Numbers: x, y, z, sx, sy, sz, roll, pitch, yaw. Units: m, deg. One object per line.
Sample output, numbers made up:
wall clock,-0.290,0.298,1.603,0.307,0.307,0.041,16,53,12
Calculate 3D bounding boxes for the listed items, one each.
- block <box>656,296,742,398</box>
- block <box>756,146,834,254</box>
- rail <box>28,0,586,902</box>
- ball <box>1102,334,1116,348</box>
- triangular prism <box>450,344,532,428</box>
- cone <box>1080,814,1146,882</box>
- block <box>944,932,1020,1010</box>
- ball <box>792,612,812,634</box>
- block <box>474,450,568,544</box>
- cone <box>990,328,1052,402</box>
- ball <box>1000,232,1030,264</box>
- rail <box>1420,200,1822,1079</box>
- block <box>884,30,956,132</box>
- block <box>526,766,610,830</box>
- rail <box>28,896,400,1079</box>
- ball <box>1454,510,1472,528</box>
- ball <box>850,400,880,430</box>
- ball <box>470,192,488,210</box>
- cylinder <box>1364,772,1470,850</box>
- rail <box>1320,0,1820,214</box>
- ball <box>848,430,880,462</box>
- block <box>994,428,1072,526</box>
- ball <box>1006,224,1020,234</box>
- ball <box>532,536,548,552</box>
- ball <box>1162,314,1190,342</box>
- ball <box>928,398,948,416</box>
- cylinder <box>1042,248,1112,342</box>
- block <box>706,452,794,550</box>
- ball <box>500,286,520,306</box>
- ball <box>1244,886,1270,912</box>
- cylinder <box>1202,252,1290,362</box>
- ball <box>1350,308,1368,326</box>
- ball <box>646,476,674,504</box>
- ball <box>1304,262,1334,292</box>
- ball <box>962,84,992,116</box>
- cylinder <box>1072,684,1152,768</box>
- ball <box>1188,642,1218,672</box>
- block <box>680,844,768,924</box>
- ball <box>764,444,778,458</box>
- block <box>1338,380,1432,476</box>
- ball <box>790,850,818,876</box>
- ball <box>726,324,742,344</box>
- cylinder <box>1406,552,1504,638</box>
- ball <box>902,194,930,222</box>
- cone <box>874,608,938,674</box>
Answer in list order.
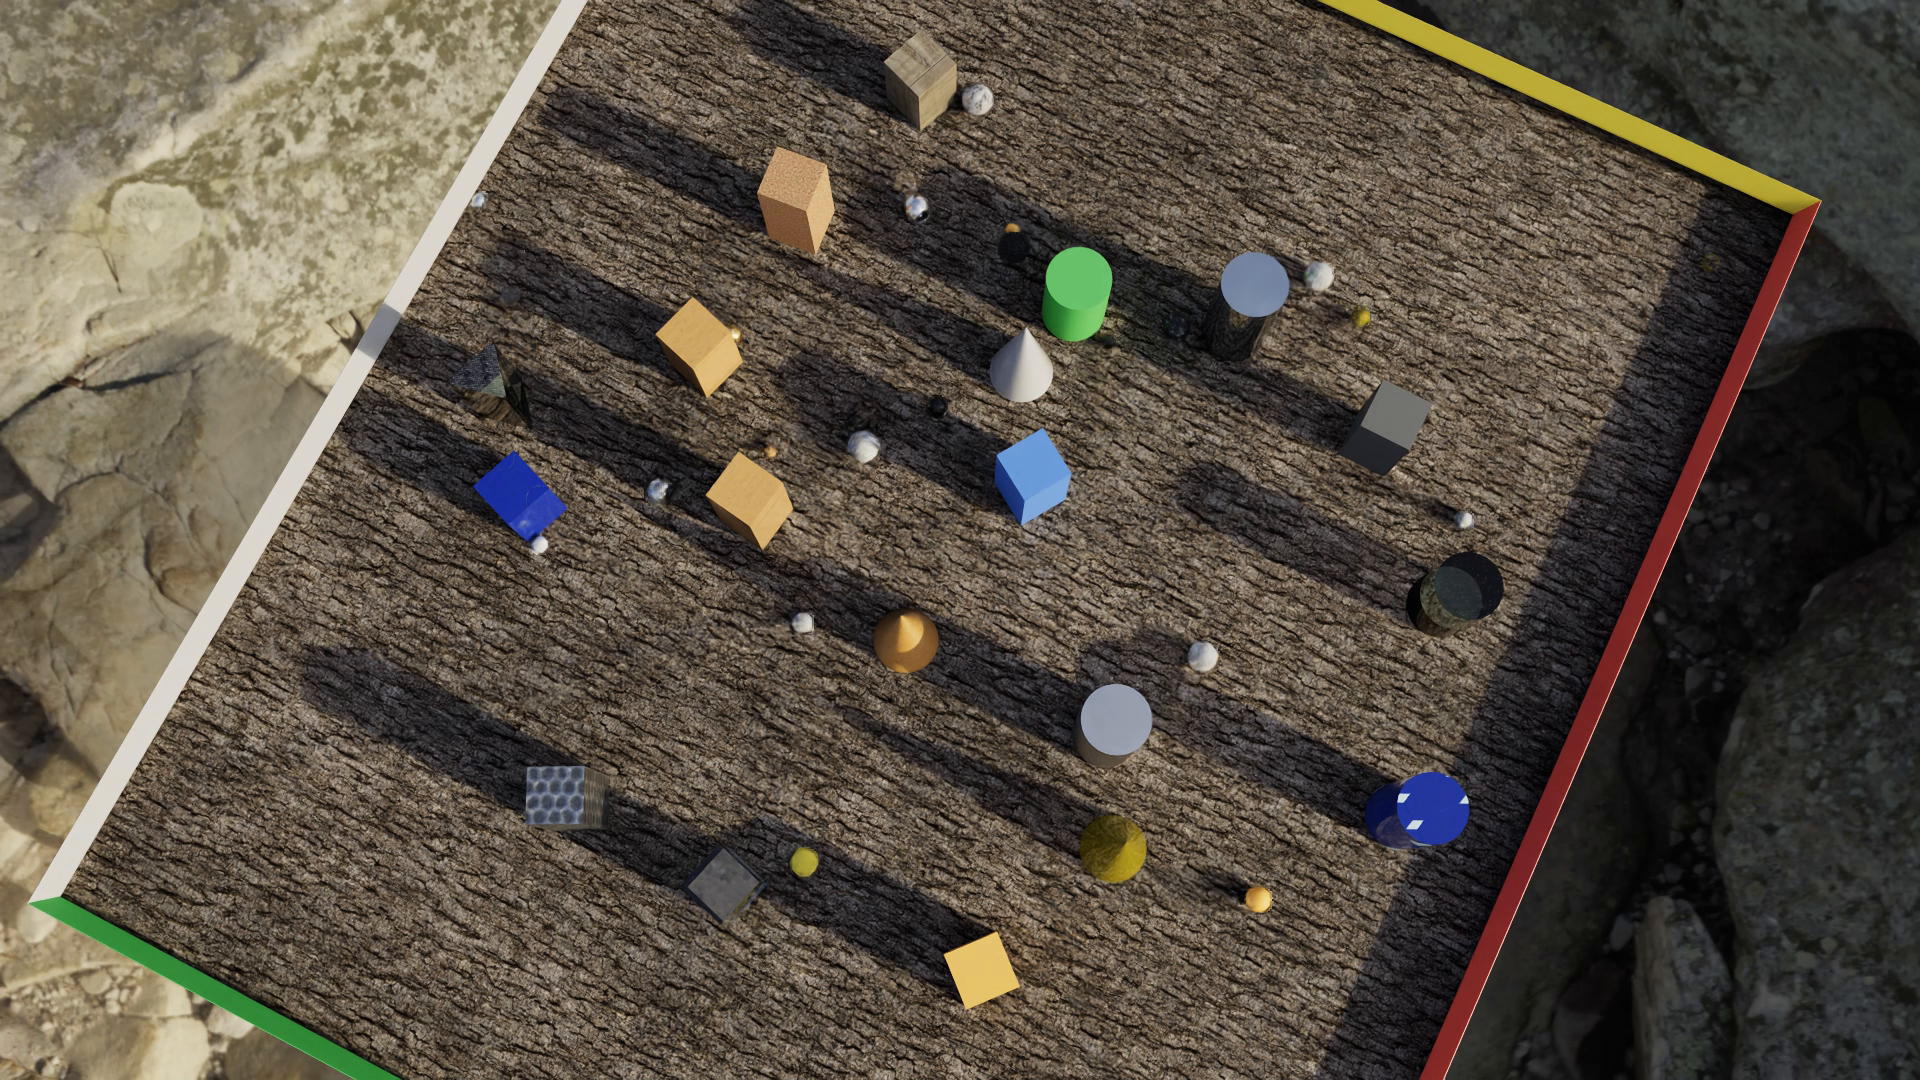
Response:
block,-0.792,-0.584,5.583,0.159,0.303,0.159,42,81,8
block,-0.502,-1.041,5.646,0.159,0.364,0.159,21,79,4
rail,-1.696,-0.823,5.720,0.045,0.129,4.319,26,80,5
ball,0.465,-0.619,5.722,0.045,0.045,0.045,0,78,0
triangular prism,-1.392,-0.474,5.536,0.172,0.350,0.149,15,79,3
cone,0.453,0.868,5.205,0.199,0.454,0.199,0,78,0
block,0.060,1.217,5.198,0.159,0.327,0.159,-22,79,-4
ball,-0.476,0.250,5.533,0.062,0.062,0.062,0,78,0
block,-1.317,-0.128,5.506,0.159,0.267,0.159,-43,81,-8
cone,0.192,-0.570,5.510,0.199,0.439,0.199,0,78,0
ball,0.173,-0.919,5.757,0.097,0.097,0.097,0,78,0
rail,1.696,0.837,5.376,0.045,0.129,4.319,26,80,5
block,-0.123,-1.448,5.785,0.159,0.256,0.159,-43,81,-8
block,-1.125,0.746,5.271,0.159,0.375,0.159,-1,78,0
rail,-0.955,1.878,5.161,3.839,0.129,0.045,26,80,5
ball,1.537,-0.064,5.601,0.056,0.056,0.056,0,78,0
ball,-0.291,-0.383,5.649,0.092,0.092,0.092,0,78,0
ball,-1.524,-1.073,5.809,0.059,0.059,0.059,0,78,0
cylinder,1.302,0.780,5.245,0.199,0.412,0.199,0,78,0
rail,0.955,-1.864,5.936,3.839,0.129,0.045,26,80,5
ball,-0.296,-0.288,5.626,0.098,0.098,0.098,0,78,0
block,0.214,-0.185,5.481,0.159,0.340,0.159,-30,80,-6
ball,0.170,-0.978,5.796,0.045,0.045,0.045,0,78,0
ball,-1.282,0.013,5.588,0.052,0.052,0.052,0,78,0
ball,0.675,-0.663,5.710,0.086,0.086,0.086,0,78,0
ball,-0.069,-0.411,5.671,0.061,0.061,0.061,0,78,0
cylinder,0.356,-0.750,5.617,0.199,0.303,0.199,0,78,0
block,-0.623,-0.112,5.461,0.159,0.350,0.159,35,80,7
ball,-1.410,-0.765,5.746,0.057,0.057,0.057,0,78,0
ball,0.871,1.051,5.361,0.075,0.075,0.075,0,78,0
cylinder,0.858,-0.699,5.540,0.199,0.433,0.199,0,78,0
ball,1.250,-0.696,5.732,0.056,0.056,0.056,0,78,0
ball,-0.919,-0.152,5.604,0.086,0.086,0.086,0,78,0
ball,1.123,-0.826,5.741,0.090,0.090,0.090,0,78,0
ball,0.054,-1.407,5.857,0.099,0.099,0.099,0,78,0
cylinder,0.434,0.541,5.290,0.199,0.421,0.199,0,78,0
ball,0.727,0.350,5.498,0.091,0.091,0.091,0,78,0
block,-0.678,0.995,5.286,0.159,0.245,0.159,42,81,8
ball,-0.584,-0.273,5.653,0.040,0.040,0.040,0,78,0
block,1.276,-0.333,5.517,0.159,0.331,0.159,28,80,5
ball,-0.458,0.948,5.379,0.080,0.080,0.080,0,78,0
ball,-0.714,-0.640,5.715,0.067,0.067,0.067,0,78,0
cylinder,1.457,0.165,5.410,0.199,0.337,0.199,0,78,0
ball,-0.137,-1.049,5.788,0.090,0.090,0.090,0,78,0
cone,-0.164,0.257,5.325,0.199,0.467,0.199,0,78,0
